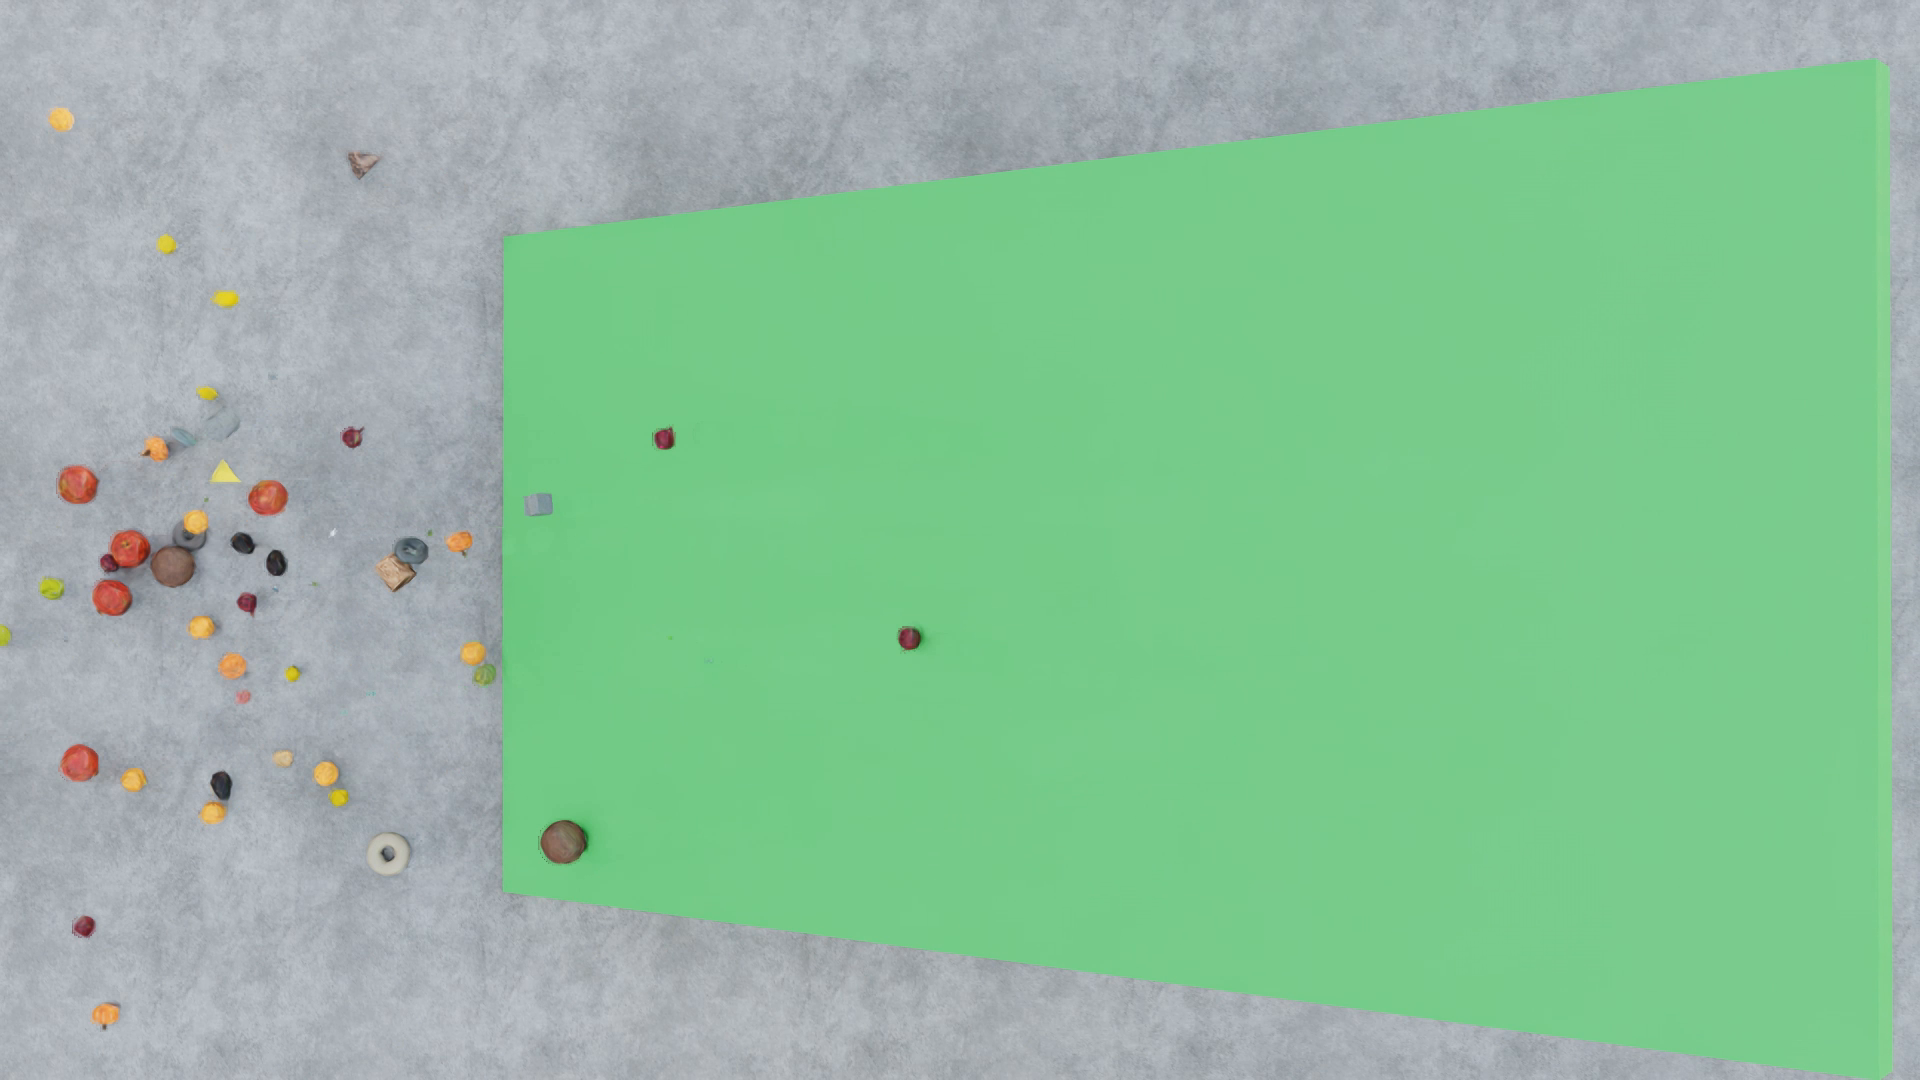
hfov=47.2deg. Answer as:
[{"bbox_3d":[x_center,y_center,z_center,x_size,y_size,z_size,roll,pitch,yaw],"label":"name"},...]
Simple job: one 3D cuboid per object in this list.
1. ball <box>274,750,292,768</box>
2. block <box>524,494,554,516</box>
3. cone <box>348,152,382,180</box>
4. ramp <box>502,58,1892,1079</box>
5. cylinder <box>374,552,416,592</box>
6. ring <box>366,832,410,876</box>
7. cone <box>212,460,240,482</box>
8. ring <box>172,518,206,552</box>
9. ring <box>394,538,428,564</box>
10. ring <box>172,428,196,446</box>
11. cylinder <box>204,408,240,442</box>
[{"bbox_3d":[-2.081,0.671,6.763,0.055,0.055,0.055,0,90,0],"label":"ball"},{"bbox_3d":[-1.260,-0.105,6.577,0.060,0.060,0.060,-11,83,37],"label":"block"},{"bbox_3d":[-1.823,-1.168,6.782,0.091,0.091,0.091,-24,90,-26],"label":"cone"},{"bbox_3d":[0.230,0.065,5.549,4.000,0.100,2.000,0,89,37],"label":"ramp"},{"bbox_3d":[-1.733,0.095,6.749,0.091,0.091,0.091,-39,89,0],"label":"cylinder"},{"bbox_3d":[-1.759,0.966,6.767,0.136,0.045,0.136,0,88,0],"label":"ring"},{"bbox_3d":[-2.252,-0.195,6.778,0.080,0.080,0.080,28,90,-25],"label":"cone"},{"bbox_3d":[-2.374,-0.016,6.778,0.104,0.035,0.104,0,91,1],"label":"ring"},{"bbox_3d":[-1.675,0.034,6.718,0.104,0.104,0.035,21,131,0],"label":"ring"},{"bbox_3d":[-2.384,-0.316,6.755,0.079,0.079,0.026,37,93,0],"label":"ring"},{"bbox_3d":[-2.226,-0.347,6.632,0.076,0.076,0.076,9,121,15],"label":"cylinder"}]
